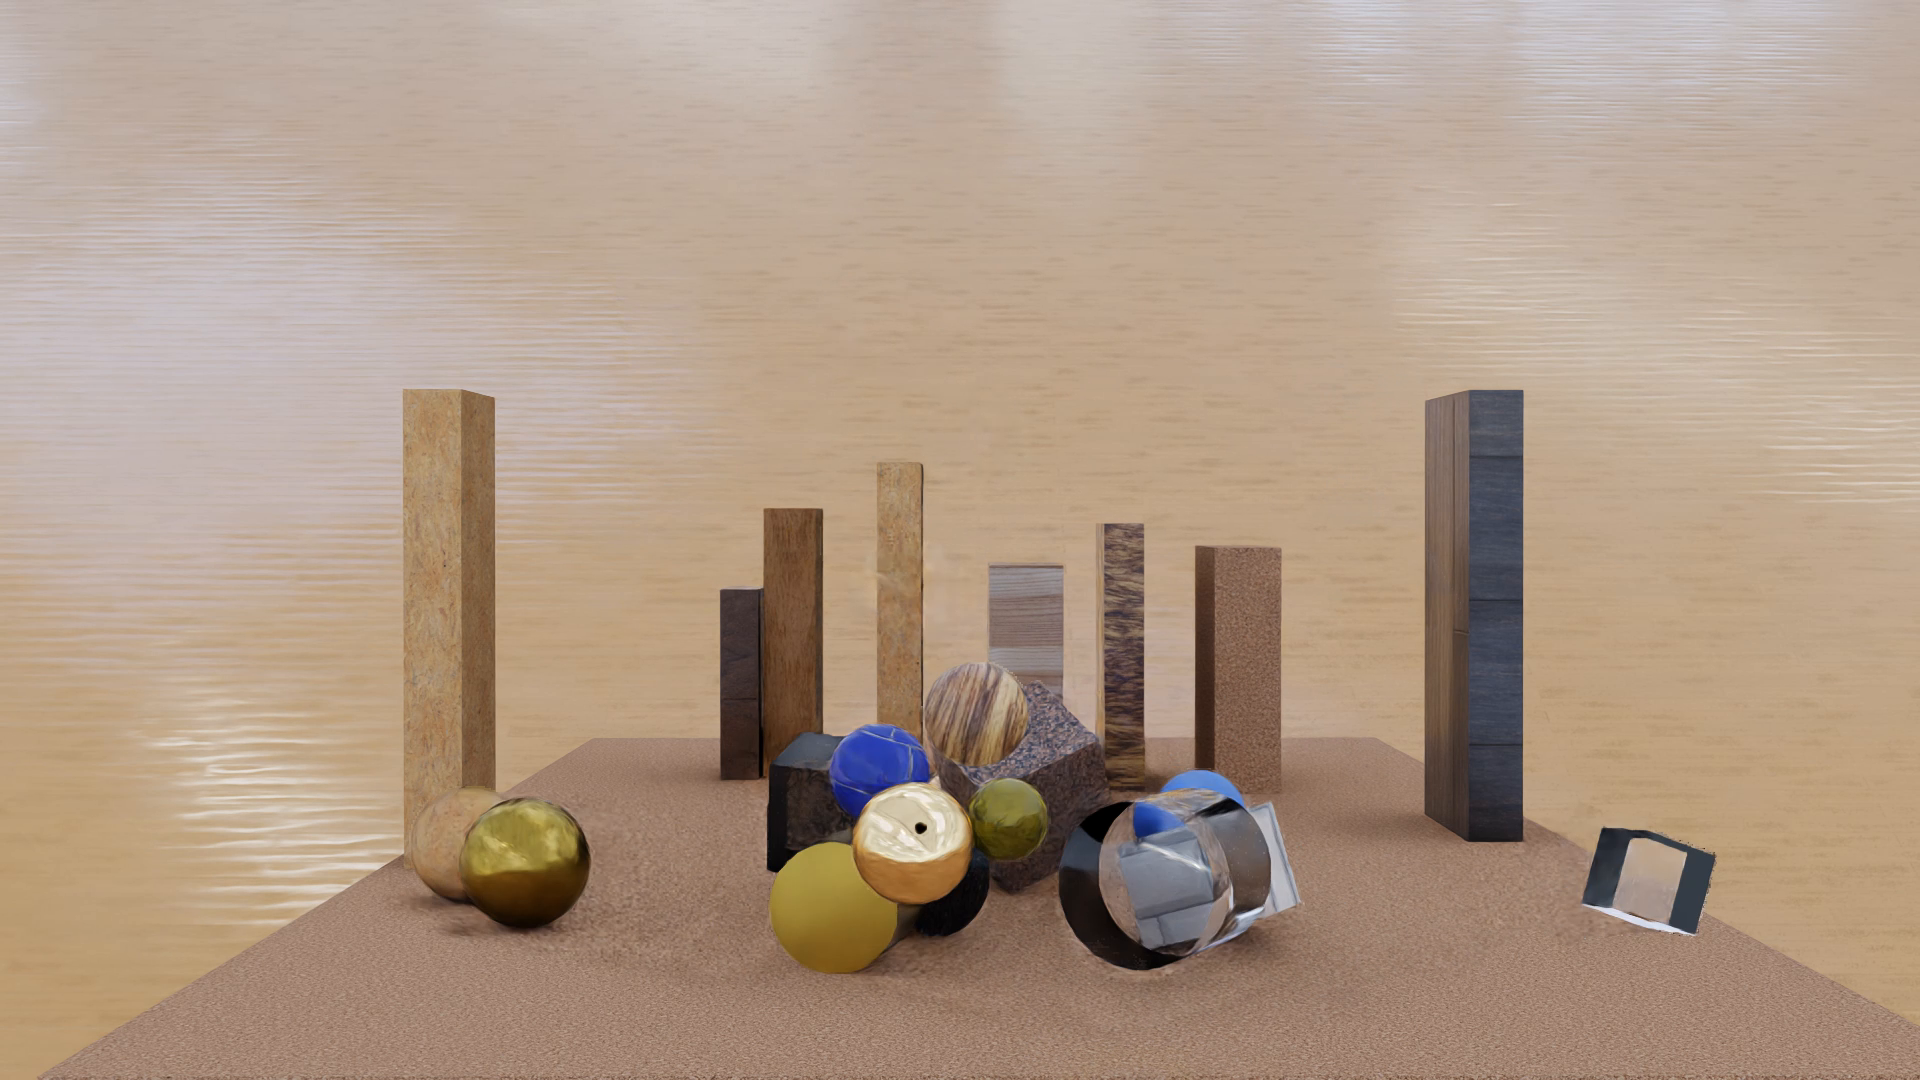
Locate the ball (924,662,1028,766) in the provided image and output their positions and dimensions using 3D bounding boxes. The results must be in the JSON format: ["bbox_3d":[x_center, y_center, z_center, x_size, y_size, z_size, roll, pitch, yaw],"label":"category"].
[{"bbox_3d":[0.017,0.185,2.745,0.111,0.111,0.111,0,28,0],"label":"ball"}]

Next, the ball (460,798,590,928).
[{"bbox_3d":[-0.600,0.445,3.566,0.179,0.179,0.179,0,28,0],"label":"ball"}]

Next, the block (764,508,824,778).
[{"bbox_3d":[-0.368,0.222,5.739,0.112,0.584,0.310,0,1,0],"label":"block"}]

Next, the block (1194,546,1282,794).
[{"bbox_3d":[0.587,0.265,5.492,0.136,0.502,0.439,0,1,0],"label":"block"}]

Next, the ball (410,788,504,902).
[{"bbox_3d":[-0.723,0.448,3.801,0.168,0.168,0.168,0,28,0],"label":"ball"}]

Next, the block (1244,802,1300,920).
[{"bbox_3d":[0.352,0.446,3.484,0.142,0.142,0.142,-19,-8,25],"label":"block"}]

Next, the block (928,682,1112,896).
[{"bbox_3d":[0.097,0.374,3.915,0.194,0.194,0.194,-24,33,-17],"label":"block"}]

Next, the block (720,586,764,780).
[{"bbox_3d":[-0.475,0.310,5.694,0.082,0.410,0.279,0,1,0],"label":"block"}]

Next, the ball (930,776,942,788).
[{"bbox_3d":[0.007,0.446,4.116,0.165,0.165,0.165,0,28,0],"label":"ball"}]

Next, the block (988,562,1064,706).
[{"bbox_3d":[0.129,0.283,5.208,0.144,0.472,0.373,0,1,0],"label":"block"}]

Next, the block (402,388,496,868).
[{"bbox_3d":[-0.849,0.142,4.311,0.094,0.772,0.304,0,1,0],"label":"block"}]

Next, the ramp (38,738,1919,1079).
[{"bbox_3d":[0.064,0.574,4.618,2.000,0.100,4.000,0,1,0],"label":"ramp"}]

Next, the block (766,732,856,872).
[{"bbox_3d":[-0.186,0.405,3.923,0.168,0.168,0.168,6,14,12],"label":"block"}]

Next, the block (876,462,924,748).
[{"bbox_3d":[-0.123,0.180,5.368,0.090,0.676,0.324,0,1,0],"label":"block"}]

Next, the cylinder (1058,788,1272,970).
[{"bbox_3d":[0.265,0.431,3.313,0.210,0.210,0.210,15,7,26],"label":"cylinder"}]

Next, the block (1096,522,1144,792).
[{"bbox_3d":[0.338,0.240,5.476,0.082,0.552,0.318,0,1,0],"label":"block"}]

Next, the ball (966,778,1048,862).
[{"bbox_3d":[0.062,0.371,3.436,0.111,0.111,0.111,0,28,0],"label":"ball"}]

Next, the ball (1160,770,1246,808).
[{"bbox_3d":[0.392,0.452,4.229,0.151,0.151,0.151,0,28,0],"label":"ball"}]

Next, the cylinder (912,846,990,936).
[{"bbox_3d":[-0.061,0.452,3.528,0.147,0.147,0.147,-18,16,-30],"label":"cylinder"}]

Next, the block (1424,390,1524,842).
[{"bbox_3d":[0.930,0.130,4.698,0.094,0.786,0.425,0,1,0],"label":"block"}]

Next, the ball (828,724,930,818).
[{"bbox_3d":[-0.105,0.307,3.388,0.133,0.133,0.133,0,28,0],"label":"ball"}]

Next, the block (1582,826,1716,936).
[{"bbox_3d":[0.930,0.460,3.494,0.110,0.110,0.110,21,-10,-18],"label":"block"}]

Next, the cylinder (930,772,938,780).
[{"bbox_3d":[-0.014,0.456,4.270,0.143,0.143,0.143,-1,1,-1],"label":"cylinder"}]

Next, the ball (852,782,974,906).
[{"bbox_3d":[-0.055,0.353,3.009,0.143,0.143,0.143,0,28,0],"label":"ball"}]

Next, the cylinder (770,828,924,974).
[{"bbox_3d":[-0.141,0.455,3.278,0.163,0.163,0.163,6,2,11],"label":"cylinder"}]
